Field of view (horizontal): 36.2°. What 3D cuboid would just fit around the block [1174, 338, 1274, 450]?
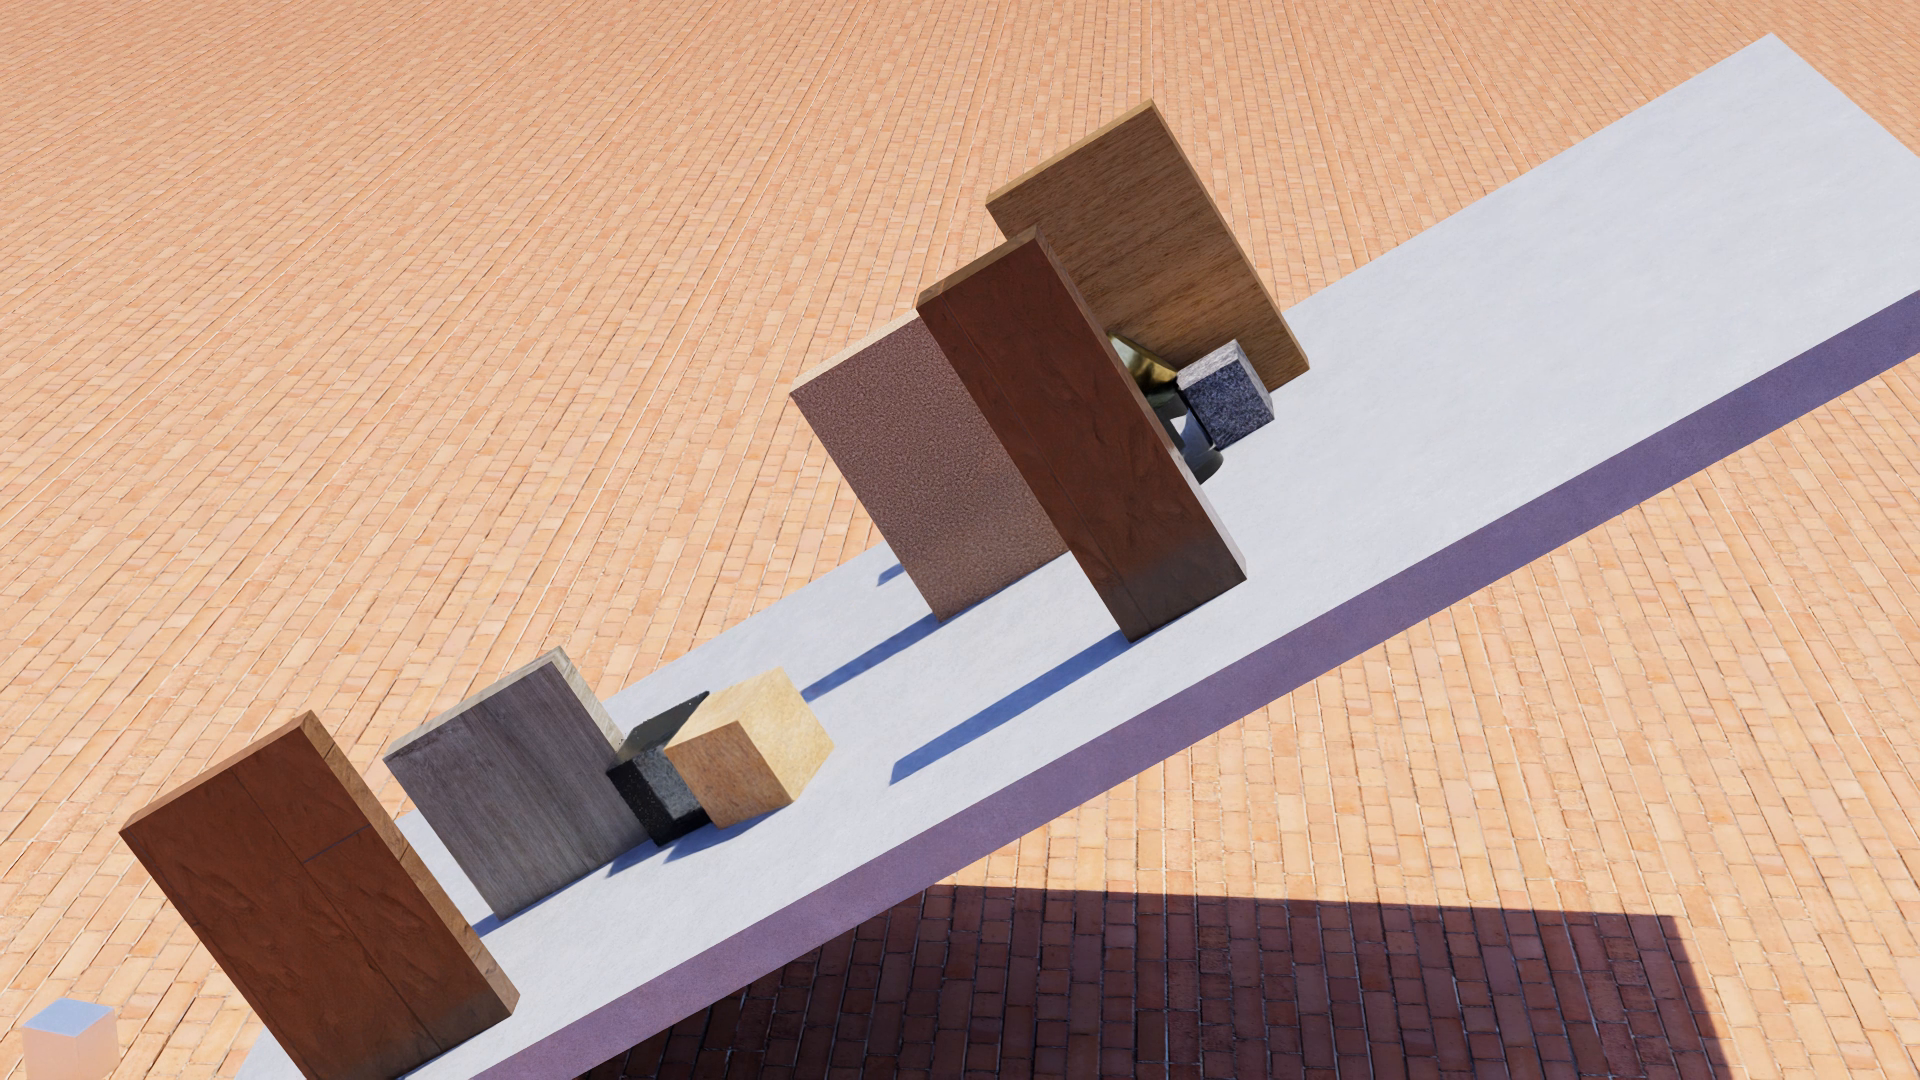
[{"bbox_3d":[0.575,-0.313,6.416,0.159,0.159,0.159,-30,15,13],"label":"block"}]

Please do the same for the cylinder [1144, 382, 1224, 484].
[{"bbox_3d":[0.436,-0.206,6.303,0.190,0.190,0.190,-31,15,9],"label":"cylinder"}]

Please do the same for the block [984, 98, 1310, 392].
[{"bbox_3d":[0.418,-0.571,6.523,0.423,0.689,0.096,-30,15,13],"label":"block"}]

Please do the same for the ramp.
[{"bbox_3d":[0.141,0.169,6.290,4.000,0.100,2.000,-30,15,13],"label":"ramp"}]

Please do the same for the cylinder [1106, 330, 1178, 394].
[{"bbox_3d":[0.356,-0.337,6.452,0.178,0.178,0.178,30,10,-6],"label":"cylinder"}]

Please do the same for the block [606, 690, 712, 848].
[{"bbox_3d":[-0.585,0.483,6.206,0.201,0.201,0.201,-27,16,22],"label":"block"}]

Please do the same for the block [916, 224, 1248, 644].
[{"bbox_3d":[0.234,-0.195,5.543,0.258,0.772,0.115,-30,15,13],"label":"block"}]

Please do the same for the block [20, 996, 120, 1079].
[{"bbox_3d":[-2.003,1.139,6.628,0.146,0.146,0.146,7,21,19],"label":"block"}]

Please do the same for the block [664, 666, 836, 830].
[{"bbox_3d":[-0.432,0.428,6.045,0.210,0.210,0.210,-23,18,33],"label":"block"}]

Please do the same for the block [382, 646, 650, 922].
[{"bbox_3d":[-0.920,0.524,6.290,0.442,0.445,0.090,-30,15,13],"label":"block"}]

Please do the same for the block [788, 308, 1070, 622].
[{"bbox_3d":[-0.044,-0.174,6.367,0.372,0.611,0.109,-30,15,13],"label":"block"}]

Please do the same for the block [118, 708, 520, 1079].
[{"bbox_3d":[-1.252,0.736,5.773,0.441,0.715,0.085,-30,15,13],"label":"block"}]
